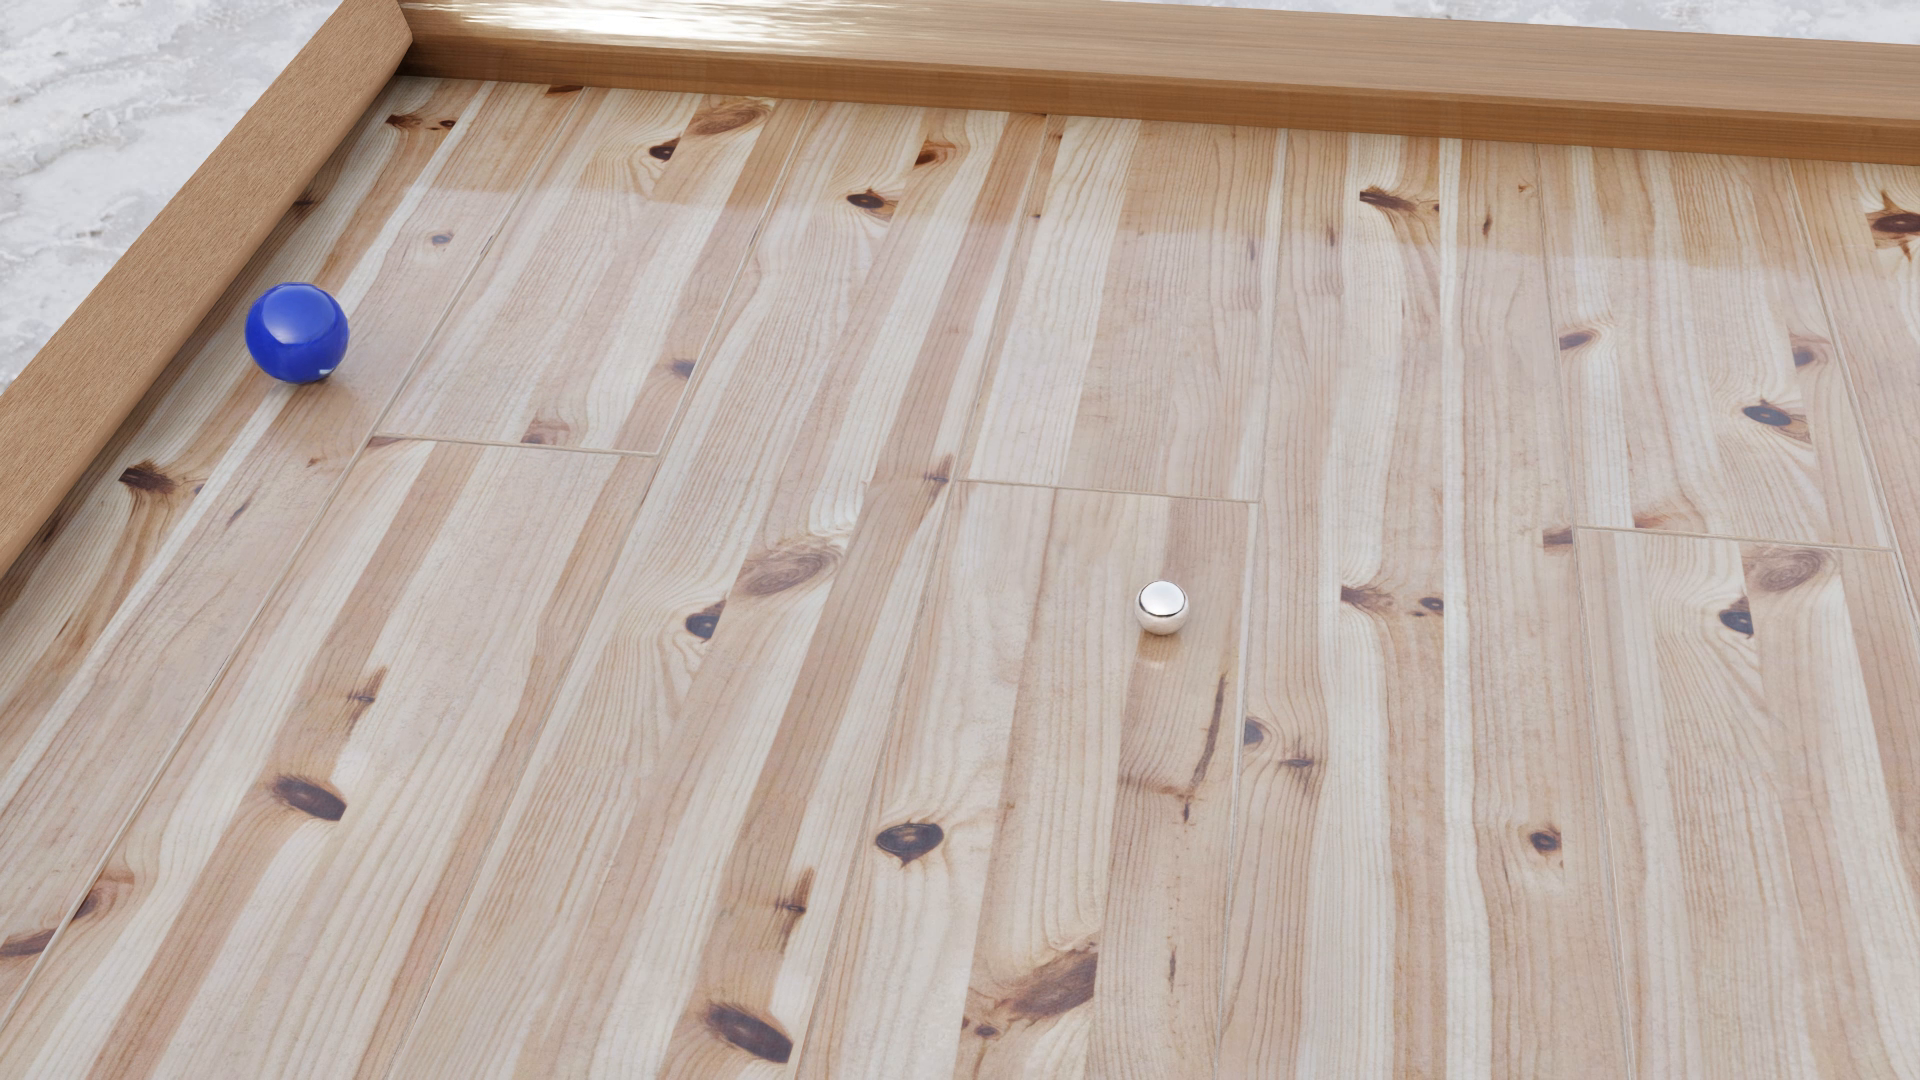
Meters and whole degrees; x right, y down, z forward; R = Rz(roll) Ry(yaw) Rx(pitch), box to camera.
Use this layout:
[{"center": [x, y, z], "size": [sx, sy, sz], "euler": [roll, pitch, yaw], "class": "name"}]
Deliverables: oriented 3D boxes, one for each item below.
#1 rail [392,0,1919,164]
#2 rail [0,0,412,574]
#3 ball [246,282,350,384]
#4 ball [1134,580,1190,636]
[{"center": [0.851, -0.429, 2.555], "size": [2.969, 0.128, 0.045], "euler": [5, 35, 7], "class": "rail"}, {"center": [-0.712, -0.078, 2.041], "size": [0.045, 0.128, 1.714], "euler": [5, 35, 7], "class": "rail"}, {"center": [-0.575, -0.179, 2.226], "size": [0.087, 0.087, 0.087], "euler": [0, 34, 0], "class": "ball"}, {"center": [0.152, 0.051, 1.930], "size": [0.042, 0.042, 0.042], "euler": [0, 34, 0], "class": "ball"}]
